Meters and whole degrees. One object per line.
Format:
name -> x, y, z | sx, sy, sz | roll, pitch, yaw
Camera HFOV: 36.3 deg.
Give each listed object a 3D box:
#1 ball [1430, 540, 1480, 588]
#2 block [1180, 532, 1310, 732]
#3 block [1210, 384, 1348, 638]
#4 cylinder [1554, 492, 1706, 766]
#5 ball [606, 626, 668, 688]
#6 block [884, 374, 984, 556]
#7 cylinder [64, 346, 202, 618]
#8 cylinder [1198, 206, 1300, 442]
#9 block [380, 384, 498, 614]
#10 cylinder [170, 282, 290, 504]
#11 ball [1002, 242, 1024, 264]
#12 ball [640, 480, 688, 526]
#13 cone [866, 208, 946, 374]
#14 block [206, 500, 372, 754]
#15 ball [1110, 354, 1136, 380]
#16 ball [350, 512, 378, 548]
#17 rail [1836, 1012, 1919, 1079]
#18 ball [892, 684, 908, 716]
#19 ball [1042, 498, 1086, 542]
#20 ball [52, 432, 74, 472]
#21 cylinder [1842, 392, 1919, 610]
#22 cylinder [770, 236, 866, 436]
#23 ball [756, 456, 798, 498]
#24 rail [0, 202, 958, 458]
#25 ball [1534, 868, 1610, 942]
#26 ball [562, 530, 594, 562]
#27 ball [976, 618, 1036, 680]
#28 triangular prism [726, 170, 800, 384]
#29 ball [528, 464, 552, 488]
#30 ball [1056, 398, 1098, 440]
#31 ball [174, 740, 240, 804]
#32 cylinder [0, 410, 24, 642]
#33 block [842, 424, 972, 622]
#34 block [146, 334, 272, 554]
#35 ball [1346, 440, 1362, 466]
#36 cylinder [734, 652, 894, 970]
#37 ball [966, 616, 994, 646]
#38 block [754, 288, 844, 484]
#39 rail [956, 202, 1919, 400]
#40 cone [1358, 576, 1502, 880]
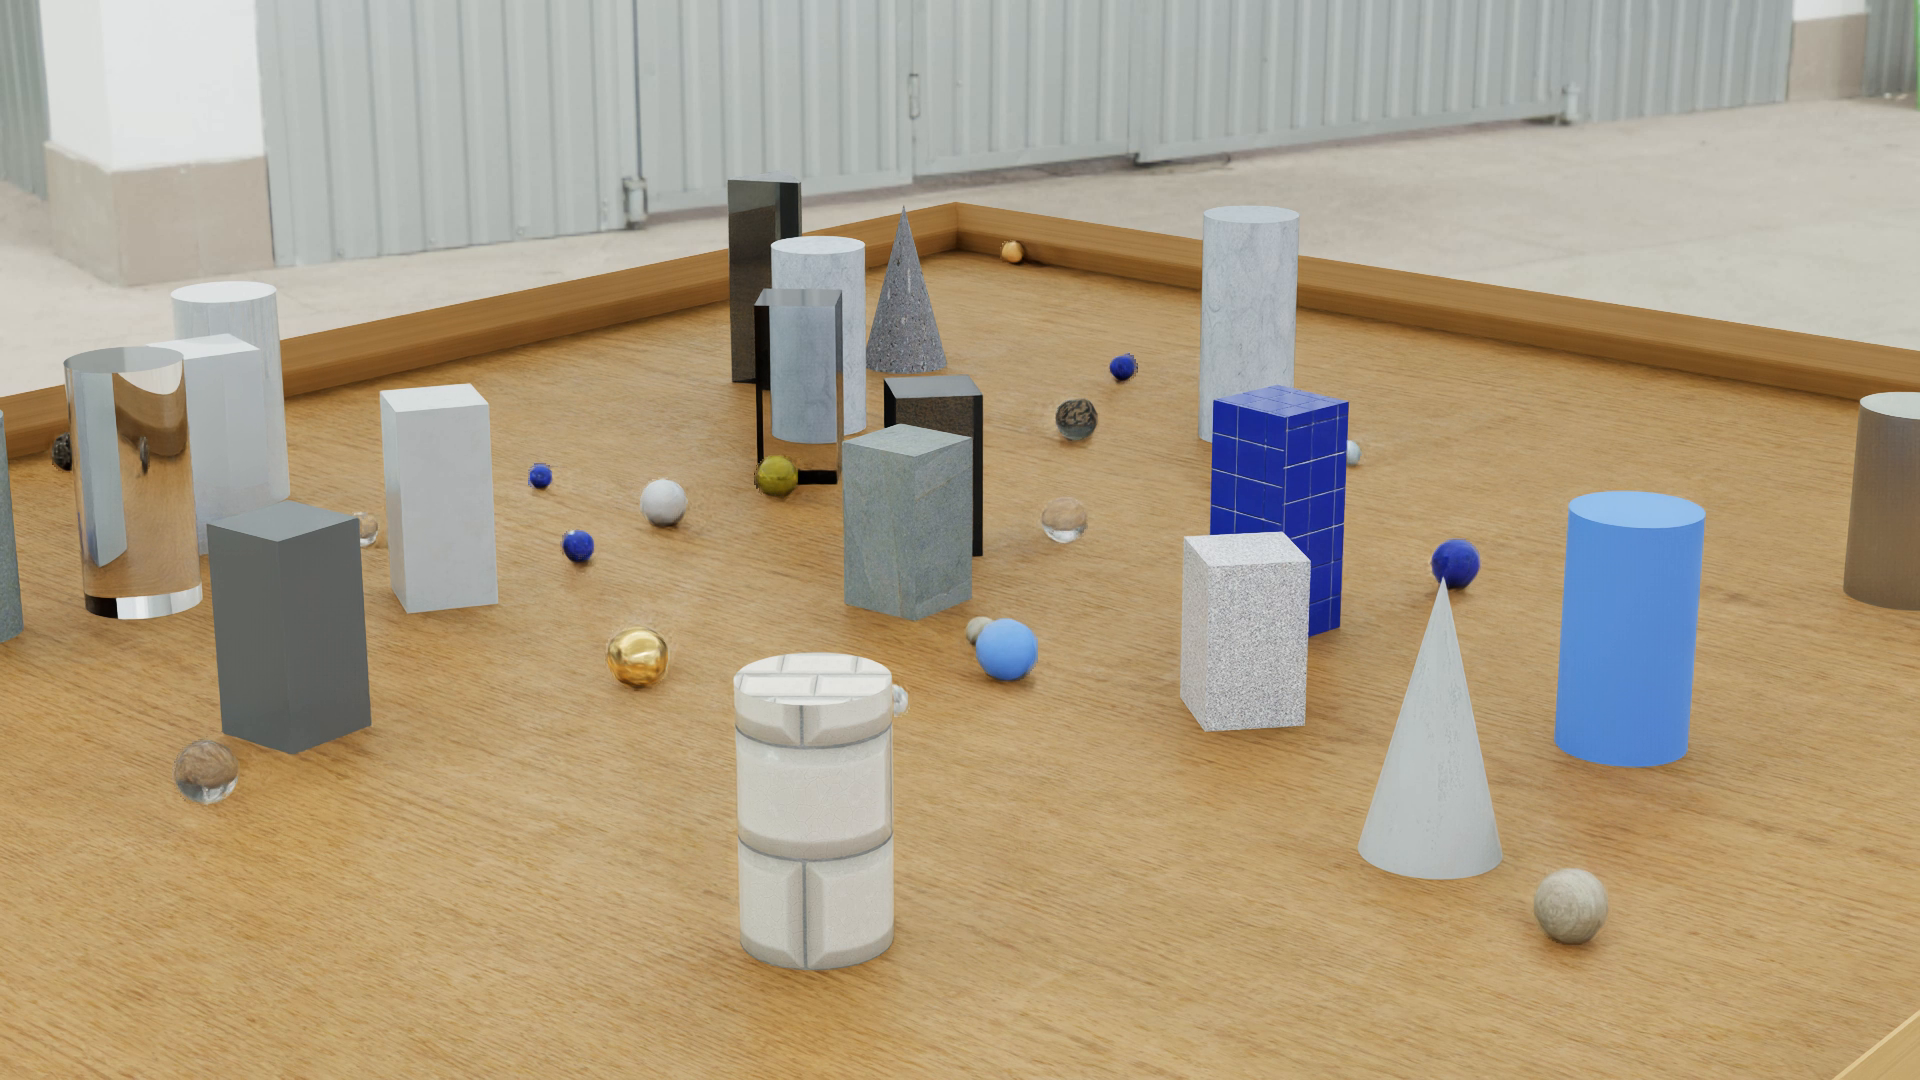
ball -> 0.872, 0.043, 5.162 | 0.086, 0.086, 0.086 | 0, 17, 0
block -> 0.439, 0.140, 4.530 | 0.158, 0.265, 0.158 | -3, 17, -9
block -> 0.532, -0.042, 4.912 | 0.158, 0.393, 0.158 | -15, 22, -40
cylinder -> 0.999, 0.131, 4.380 | 0.198, 0.368, 0.198 | 0, 17, 0
ball -> -0.513, 0.186, 4.663 | 0.099, 0.099, 0.099 | 0, 17, 0
block -> -0.049, -0.134, 5.374 | 0.158, 0.303, 0.158 | -3, 17, -9
cylinder -> -1.419, -0.100, 5.037 | 0.198, 0.431, 0.198 | 0, 17, 0
cylinder -> 0.602, -0.447, 6.120 | 0.198, 0.471, 0.198 | 0, 17, 0
block -> -0.903, -0.074, 5.080 | 0.158, 0.357, 0.158 | -6, 18, -20
cylinder -> -1.412, -0.281, 5.680 | 0.198, 0.407, 0.198 | 0, 17, 0
ball -> 0.143, -0.777, 7.929 | 0.060, 0.060, 0.060 | 0, 17, 0
ball -> -0.559, -0.070, 5.530 | 0.089, 0.089, 0.089 | 0, 17, 0
cone -> -0.129, -0.589, 6.758 | 0.198, 0.375, 0.198 | 0, 17, 0
block -> -1.015, 0.130, 4.443 | 0.158, 0.333, 0.158 | 12, 21, 35
ball -> 0.369, -0.392, 6.653 | 0.058, 0.058, 0.058 | 0, 17, 0
ball -> -1.105, -0.019, 5.403 | 0.065, 0.065, 0.065 | 0, 17, 0
rail -> 1.543, 0.419, 3.837 | 0.045, 0.128, 4.724 | 14, 22, 39
ball -> -0.104, 0.248, 4.545 | 0.048, 0.048, 0.048 | 0, 17, 0
ball -> 0.193, -0.037, 5.430 | 0.083, 0.083, 0.083 | 0, 17, 0
ball -> -1.788, -0.178, 5.905 | 0.079, 0.079, 0.079 | 0, 17, 0
cylinder -> 1.651, -0.069, 5.094 | 0.198, 0.339, 0.198 | 0, 17, 0
cylinder -> -0.298, -0.432, 6.209 | 0.198, 0.391, 0.198 | 0, 17, 0
ball -> -0.357, -0.123, 5.721 | 0.081, 0.081, 0.081 | 0, 17, 0
rail -> -1.543, -0.354, 6.402 | 0.045, 0.128, 4.724 | 14, 22, 39
ball -> 0.780, 0.466, 3.742 | 0.095, 0.095, 0.095 | 0, 17, 0
ball -> -0.692, 0.010, 5.317 | 0.058, 0.058, 0.058 | 0, 17, 0
ball -> 0.074, 0.175, 4.701 | 0.099, 0.099, 0.099 | 0, 17, 0
triangular prism -> -0.416, -0.594, 6.622 | 0.171, 0.462, 0.148 | 5, 17, 15
ball -> -0.828, -0.125, 5.788 | 0.046, 0.046, 0.046 | 0, 17, 0
ball -> 0.244, -0.254, 6.141 | 0.089, 0.089, 0.089 | 0, 17, 0
ball -> -1.077, 0.332, 4.193 | 0.090, 0.090, 0.090 | 0, 17, 0
cylinder -> -1.680, -0.023, 4.884 | 0.198, 0.372, 0.198 | 0, 17, 0
block -> -0.090, -0.033, 5.058 | 0.158, 0.290, 0.158 | 13, 21, 36
block -> -1.383, -0.177, 5.405 | 0.158, 0.367, 0.158 | -11, 20, -33
ball -> 0.788, -0.176, 5.948 | 0.052, 0.052, 0.052 | 0, 17, 0
cylinder -> -0.184, 0.341, 3.710 | 0.198, 0.352, 0.198 | 0, 17, 0
ball -> 0.036, 0.153, 4.853 | 0.053, 0.053, 0.053 | 0, 17, 0
block -> -0.319, -0.307, 5.845 | 0.158, 0.361, 0.158 | 1, 17, 3
rail -> 1.533, -0.477, 6.810 | 4.134, 0.128, 0.045 | 14, 22, 39
cone -> 0.647, 0.236, 3.976 | 0.198, 0.399, 0.198 | 0, 17, 0
